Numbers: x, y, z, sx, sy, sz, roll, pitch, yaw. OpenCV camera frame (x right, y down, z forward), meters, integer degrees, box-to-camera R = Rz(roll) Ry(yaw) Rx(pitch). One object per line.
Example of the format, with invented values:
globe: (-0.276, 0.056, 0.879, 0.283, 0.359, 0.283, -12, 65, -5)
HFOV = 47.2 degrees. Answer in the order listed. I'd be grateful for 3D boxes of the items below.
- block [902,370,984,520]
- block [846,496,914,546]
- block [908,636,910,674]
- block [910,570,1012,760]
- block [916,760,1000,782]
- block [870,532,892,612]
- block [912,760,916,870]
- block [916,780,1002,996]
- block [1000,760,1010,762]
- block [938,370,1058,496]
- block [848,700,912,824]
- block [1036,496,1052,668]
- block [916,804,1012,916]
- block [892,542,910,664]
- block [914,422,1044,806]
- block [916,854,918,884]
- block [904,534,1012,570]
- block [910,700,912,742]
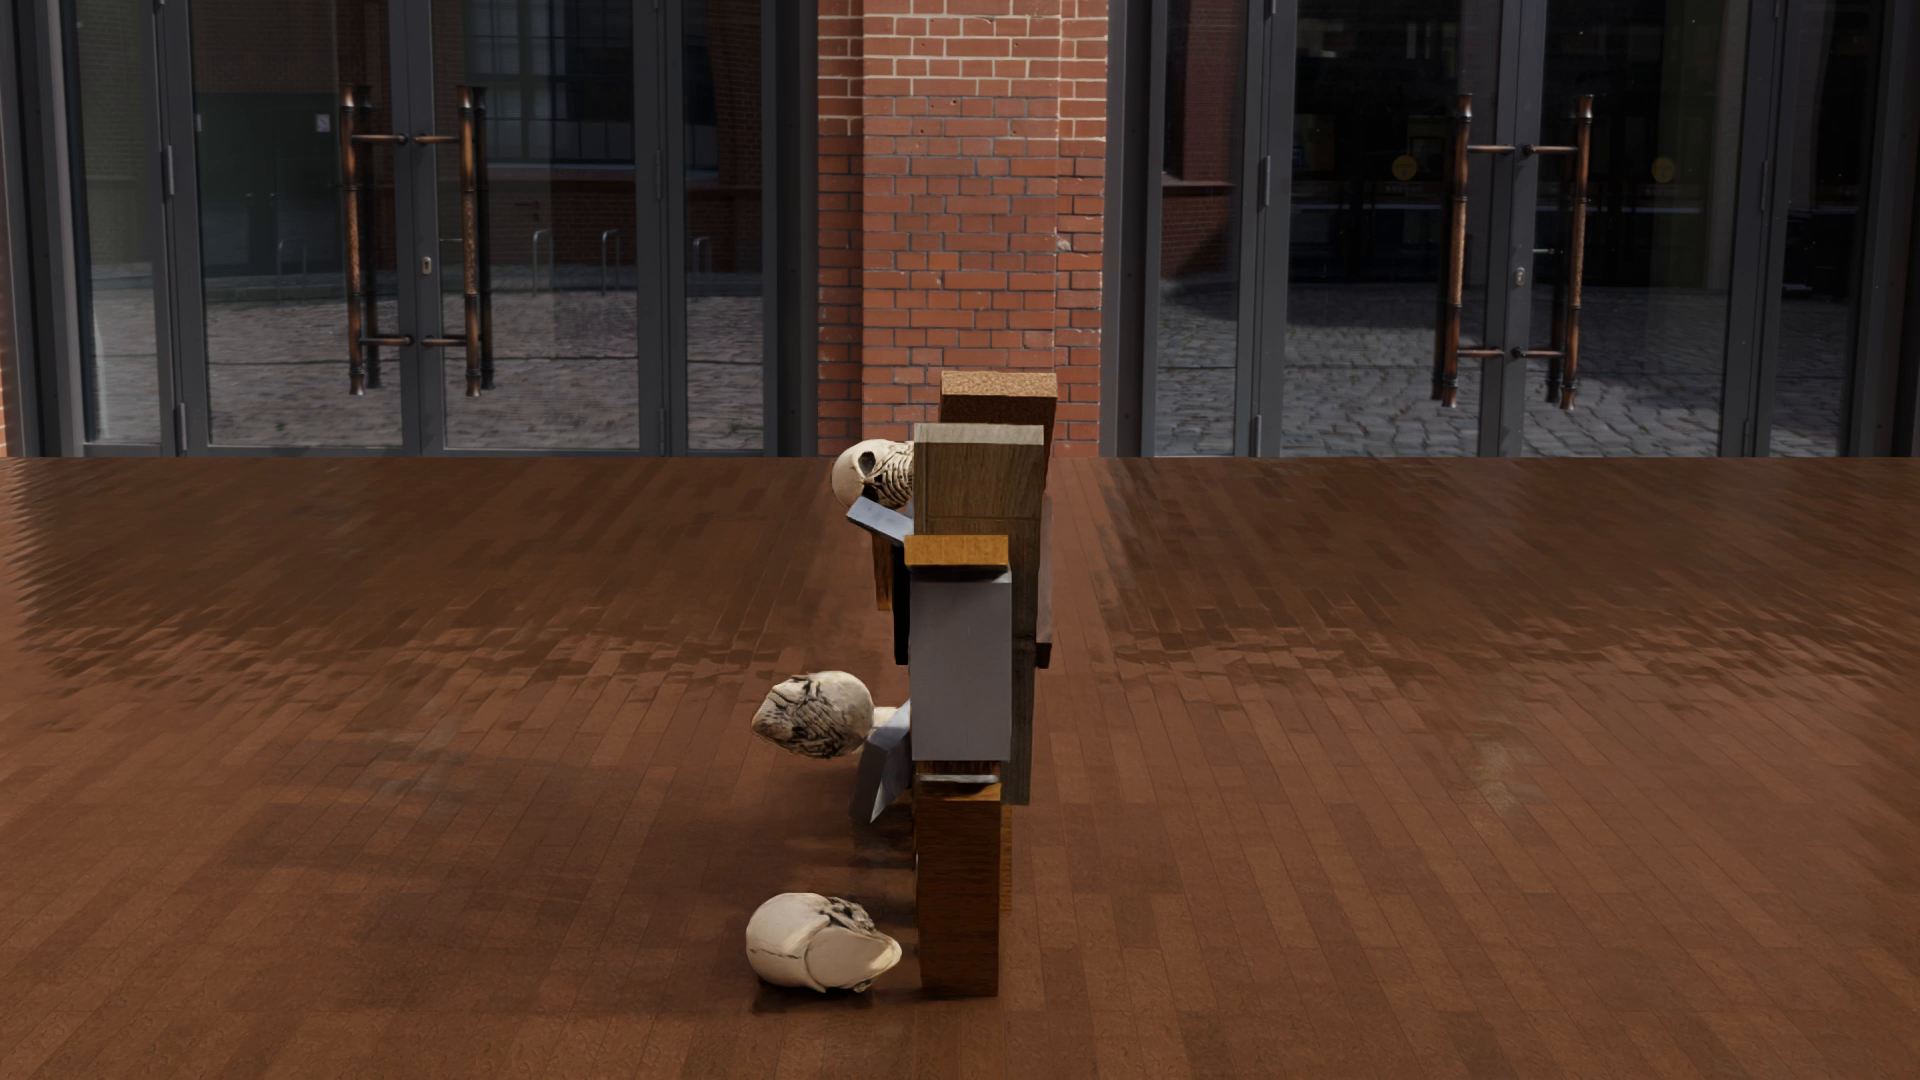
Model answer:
block: (0.001, -0.116, 3.750, 0.046, 0.322, 0.161, 27, -5, 20)
block: (-0.082, -0.011, 3.414, 0.192, 0.013, 0.046, 25, 54, 13)
block: (0.013, 0.102, 3.560, 0.167, 0.335, 0.047, 1, 51, -7)
block: (0.001, 0.165, 2.862, 0.131, 0.261, 0.037, 0, 25, 1)
block: (0.000, 0.318, 3.031, 0.112, 0.032, 0.225, 0, -11, 1)
block: (-0.108, 0.037, 3.948, 0.046, 0.161, 0.322, -5, 1, 7)
block: (-0.004, 0.417, 3.747, 0.154, 0.309, 0.044, 0, 22, 0)
block: (-0.001, 0.497, 3.096, 0.113, 0.443, 0.032, 1, 43, 2)
block: (0.004, 0.183, 3.038, 0.131, 0.261, 0.037, 0, 24, 0)
block: (0.049, -0.125, 3.434, 0.172, 0.345, 0.049, 1, 51, -3)
block: (-0.099, 0.378, 4.045, 0.046, 0.161, 0.322, 23, 28, 16)
block: (0.049, 0.052, 3.306, 0.172, 0.049, 0.345, 5, 39, -2)
block: (0.006, 0.455, 3.540, 0.154, 0.309, 0.044, 0, 18, 0)
block: (-0.028, 0.089, 3.698, 0.167, 0.335, 0.047, -4, 52, -4)
block: (0.022, 0.119, 3.112, 0.172, 0.639, 0.049, 1, 35, 1)
block: (-0.003, 0.445, 3.217, 0.113, 0.032, 0.225, 0, 15, 2)
block: (0.001, 0.025, 2.879, 0.130, 0.037, 0.261, 0, -6, 2)
block: (-0.003, 0.267, 3.580, 0.154, 0.044, 0.309, 0, 10, -1)
